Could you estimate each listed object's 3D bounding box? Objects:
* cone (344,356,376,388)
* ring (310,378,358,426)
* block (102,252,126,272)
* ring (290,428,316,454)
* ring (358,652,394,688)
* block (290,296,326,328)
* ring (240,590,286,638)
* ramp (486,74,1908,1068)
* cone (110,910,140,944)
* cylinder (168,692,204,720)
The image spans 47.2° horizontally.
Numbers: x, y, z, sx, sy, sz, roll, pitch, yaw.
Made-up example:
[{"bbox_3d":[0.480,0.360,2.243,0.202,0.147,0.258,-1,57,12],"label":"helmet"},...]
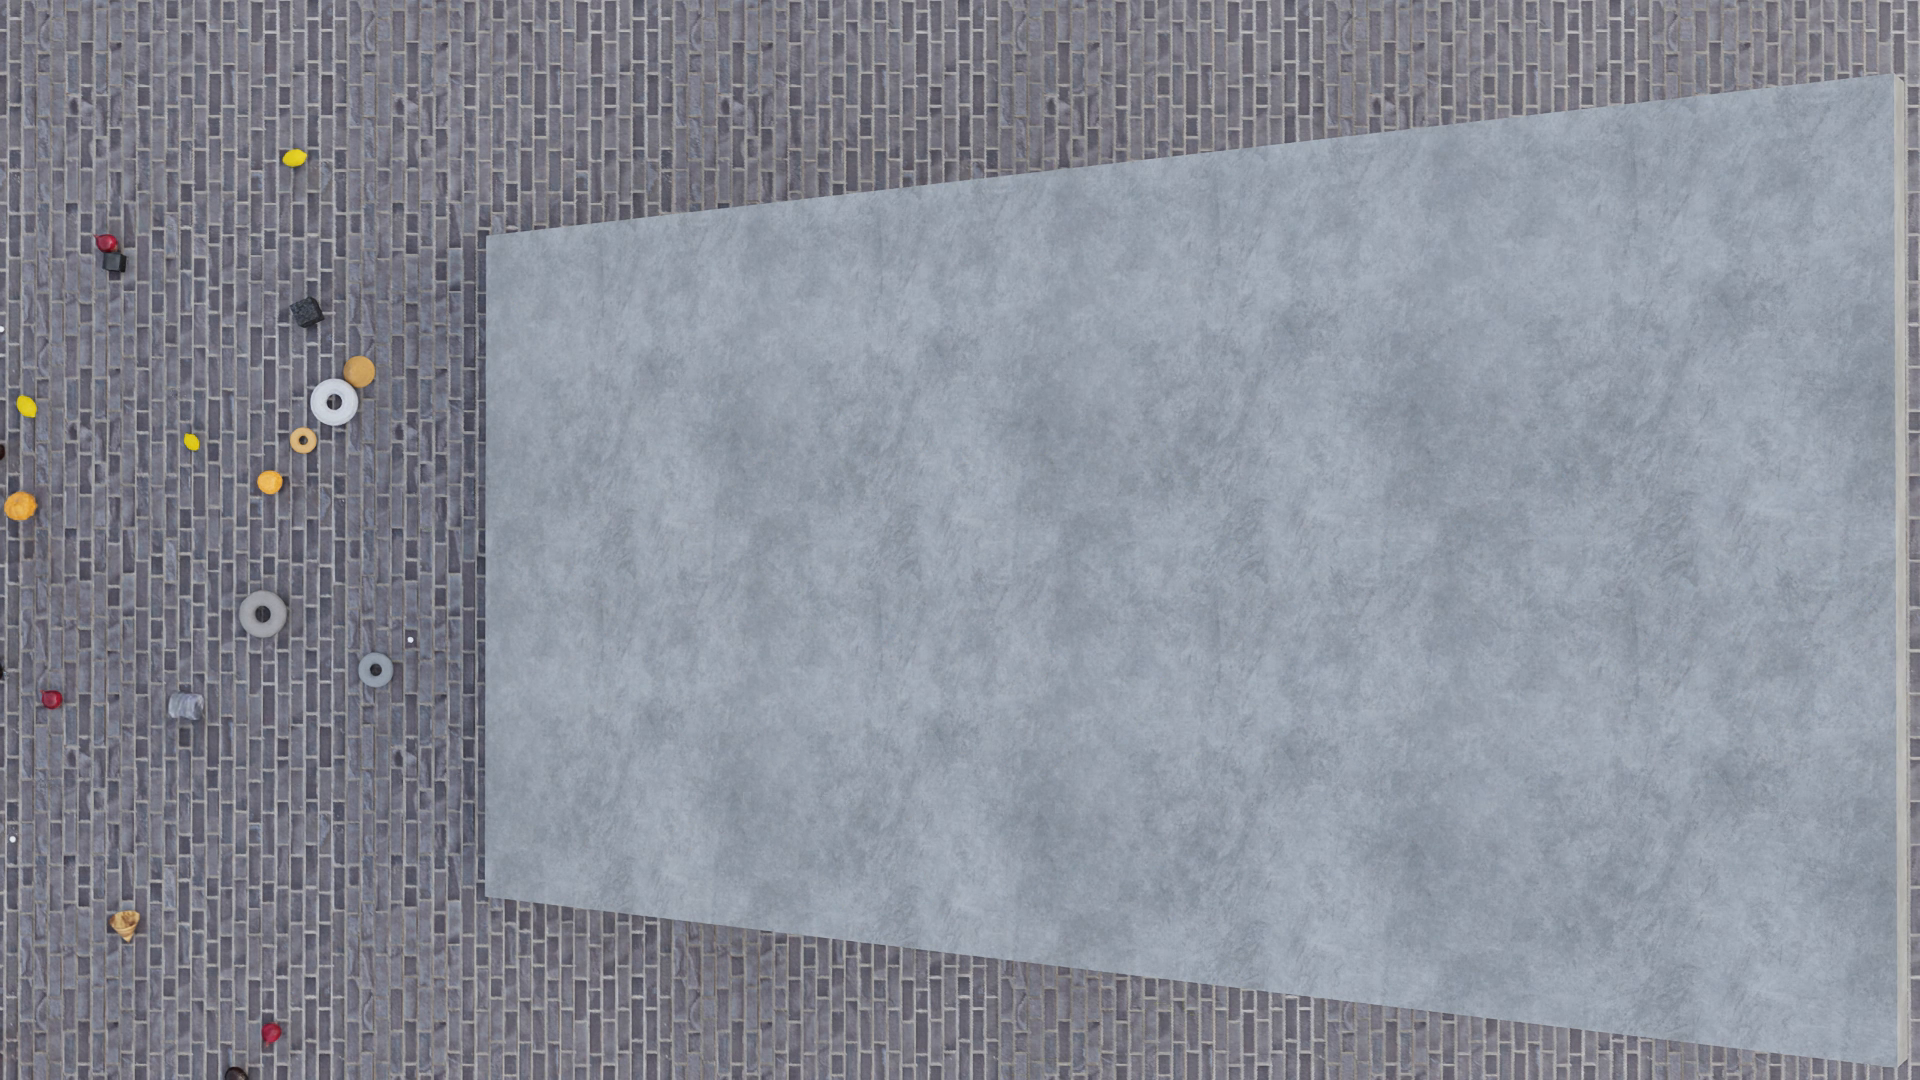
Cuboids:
[{"bbox_3d":[-1.843,-0.517,6.695,0.098,0.098,0.098,0,90,0],"label":"cone"},{"bbox_3d":[-1.912,-0.421,6.720,0.145,0.048,0.145,0,88,-1],"label":"ring"},{"bbox_3d":[-2.585,-0.848,6.722,0.051,0.051,0.051,6,90,0],"label":"block"},{"bbox_3d":[-2.009,-0.305,6.729,0.081,0.027,0.081,0,91,-1],"label":"ring"},{"bbox_3d":[-1.785,0.396,6.719,0.109,0.036,0.109,0,90,1],"label":"ring"},{"bbox_3d":[-1.992,-0.695,6.712,0.068,0.068,0.068,-24,90,0],"label":"block"},{"bbox_3d":[-2.128,0.226,6.714,0.146,0.049,0.146,0,91,1],"label":"ring"},{"bbox_3d":[0.251,0.069,5.581,4.000,0.100,2.000,0,89,34],"label":"ramp"},{"bbox_3d":[-2.542,1.195,6.710,0.090,0.090,0.090,1,116,0],"label":"cone"},{"bbox_3d":[-2.357,0.506,6.697,0.077,0.077,0.077,8,90,0],"label":"cylinder"}]
